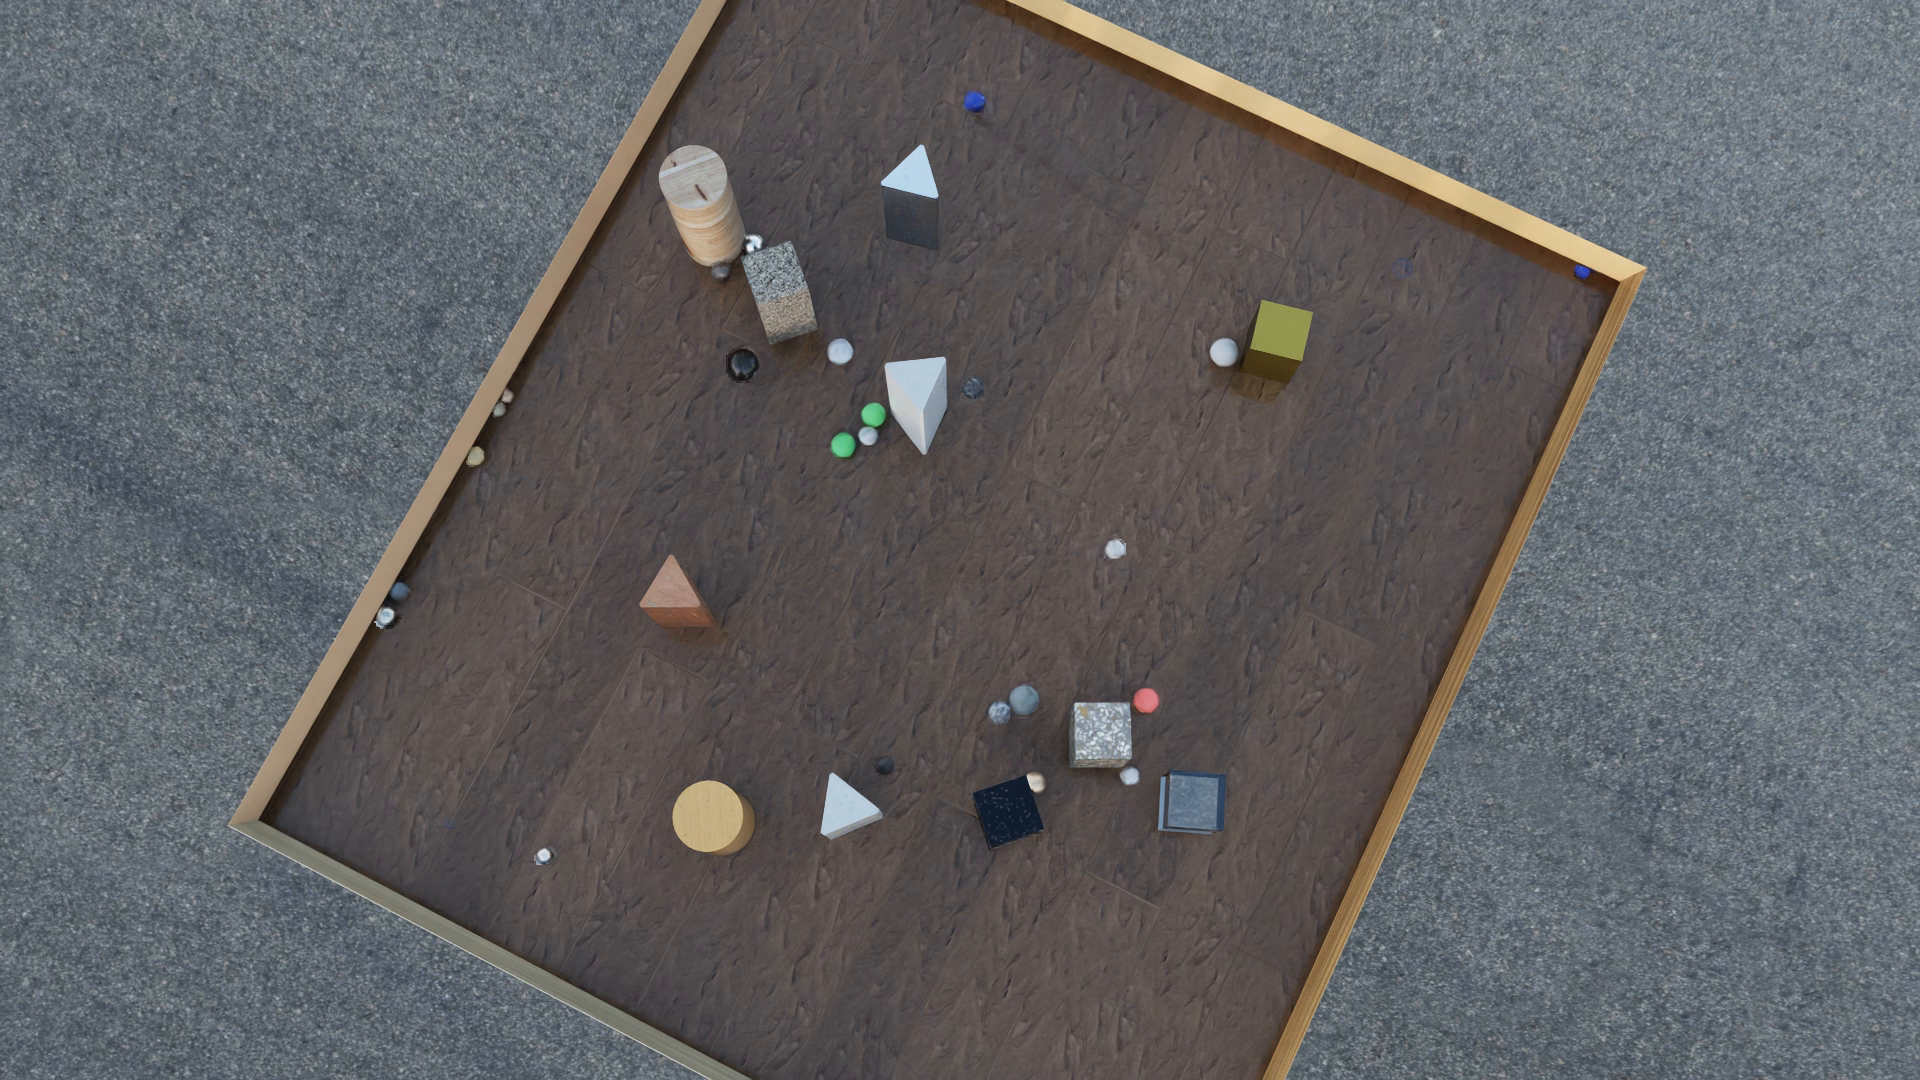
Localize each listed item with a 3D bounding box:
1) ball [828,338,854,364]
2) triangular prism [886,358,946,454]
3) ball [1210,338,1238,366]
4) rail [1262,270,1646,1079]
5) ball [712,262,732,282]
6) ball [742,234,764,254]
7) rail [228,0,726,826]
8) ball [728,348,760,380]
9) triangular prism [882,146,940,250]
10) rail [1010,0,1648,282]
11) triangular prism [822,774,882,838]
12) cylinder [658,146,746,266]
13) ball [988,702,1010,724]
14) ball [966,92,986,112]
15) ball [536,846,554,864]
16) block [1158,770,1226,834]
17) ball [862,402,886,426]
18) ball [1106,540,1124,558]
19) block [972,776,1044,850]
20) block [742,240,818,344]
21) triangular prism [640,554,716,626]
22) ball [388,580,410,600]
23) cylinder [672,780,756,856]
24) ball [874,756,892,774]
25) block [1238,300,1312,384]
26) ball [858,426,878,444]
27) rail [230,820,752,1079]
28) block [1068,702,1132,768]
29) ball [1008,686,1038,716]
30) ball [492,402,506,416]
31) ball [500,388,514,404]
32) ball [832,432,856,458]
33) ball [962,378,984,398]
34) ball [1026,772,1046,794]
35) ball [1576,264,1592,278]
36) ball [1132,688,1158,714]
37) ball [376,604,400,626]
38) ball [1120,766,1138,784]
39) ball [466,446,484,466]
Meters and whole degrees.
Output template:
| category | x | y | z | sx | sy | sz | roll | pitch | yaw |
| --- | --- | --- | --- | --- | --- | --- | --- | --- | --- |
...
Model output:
| category | x | y | z | sx | sy | sz | roll | pitch | yaw |
| --- | --- | --- | --- | --- | --- | --- | --- | --- | --- |
| ball | -0.373 | -0.587 | 5.697 | 0.081 | 0.081 | 0.081 | 0 | 78 | 0 |
| triangular prism | -0.102 | -0.425 | 5.452 | 0.149 | 0.495 | 0.172 | -36 | 81 | -7 |
| ball | 0.821 | -0.582 | 5.692 | 0.088 | 0.088 | 0.088 | 0 | 78 | 0 |
| rail | 1.337 | 0.661 | 5.413 | 0.045 | 0.129 | 3.424 | 26 | 80 | 5 |
| ball | -0.749 | -0.842 | 5.759 | 0.062 | 0.062 | 0.062 | 0 | 78 | 0 |
| ball | -0.651 | -0.931 | 5.774 | 0.069 | 0.069 | 0.069 | 0 | 78 | 0 |
| rail | -1.337 | -0.648 | 5.684 | 0.045 | 0.129 | 3.424 | 26 | 80 | 5 |
| ball | -0.672 | -0.543 | 5.679 | 0.099 | 0.099 | 0.099 | 0 | 78 | 0 |
| triangular prism | -0.130 | -1.054 | 5.614 | 0.172 | 0.432 | 0.149 | 14 | 79 | 3 |
| rail | 0.755 | -1.472 | 5.855 | 3.037 | 0.129 | 0.045 | 26 | 80 | 5 |
| triangular prism | -0.335 | 0.756 | 5.308 | 0.172 | 0.297 | 0.149 | -22 | 79 | -4 |
| cylinder | -0.779 | -1.009 | 5.579 | 0.198 | 0.484 | 0.198 | 0 | 78 | 0 |
| ball | 0.119 | 0.516 | 5.475 | 0.067 | 0.067 | 0.067 | 0 | 78 | 0 |
| ball | 0.050 | -1.405 | 5.875 | 0.064 | 0.064 | 0.064 | 0 | 78 | 0 |
| ball | -1.223 | 0.929 | 5.399 | 0.049 | 0.049 | 0.049 | 0 | 78 | 0 |
| block | 0.673 | 0.765 | 5.329 | 0.159 | 0.254 | 0.159 | 4 | 78 | 1 |
| ball | -0.265 | -0.388 | 5.659 | 0.075 | 0.075 | 0.075 | 0 | 78 | 0 |
| ball | 0.471 | 0.028 | 5.581 | 0.058 | 0.058 | 0.058 | 0 | 78 | 0 |
| block | 0.136 | 0.792 | 5.299 | 0.159 | 0.301 | 0.159 | -18 | 79 | -4 |
| block | -0.546 | -0.748 | 5.579 | 0.159 | 0.378 | 0.159 | -19 | 79 | -4 |
| triangular prism | -0.826 | 0.150 | 5.403 | 0.172 | 0.357 | 0.149 | 0 | 78 | 0 |
| ball | -1.701 | 0.154 | 5.554 | 0.060 | 0.060 | 0.060 | 0 | 78 | 0 |
| cylinder | -0.708 | 0.806 | 5.293 | 0.198 | 0.306 | 0.198 | 0 | 78 | 0 |
| ball | -0.228 | 0.672 | 5.451 | 0.053 | 0.053 | 0.053 | 0 | 78 | 0 |
| block | 0.966 | -0.605 | 5.620 | 0.159 | 0.239 | 0.159 | 14 | 79 | 3 |
| ball | -0.283 | -0.323 | 5.653 | 0.059 | 0.059 | 0.059 | 0 | 78 | 0 |
| rail | -0.755 | 1.486 | 5.242 | 3.037 | 0.129 | 0.045 | 26 | 80 | 5 |
| block | 0.405 | 0.571 | 5.338 | 0.159 | 0.314 | 0.159 | 0 | 78 | 0 |
| ball | 0.191 | 0.479 | 5.472 | 0.090 | 0.090 | 0.090 | 0 | 78 | 0 |
| ball | -1.429 | -0.407 | 5.677 | 0.046 | 0.046 | 0.046 | 0 | 78 | 0 |
| ball | -1.409 | -0.447 | 5.686 | 0.046 | 0.046 | 0.046 | 0 | 78 | 0 |
| ball | -0.358 | -0.293 | 5.638 | 0.076 | 0.076 | 0.076 | 0 | 78 | 0 |
| ball | 0.041 | -0.471 | 5.680 | 0.066 | 0.066 | 0.066 | 0 | 78 | 0 |
| ball | 0.222 | 0.720 | 5.434 | 0.066 | 0.066 | 0.066 | 0 | 78 | 0 |
| ball | 1.963 | -0.847 | 5.769 | 0.045 | 0.045 | 0.045 | 0 | 78 | 0 |
| ball | 0.554 | 0.480 | 5.479 | 0.075 | 0.075 | 0.075 | 0 | 78 | 0 |
| ball | -1.730 | 0.228 | 5.534 | 0.069 | 0.069 | 0.069 | 0 | 78 | 0 |
| ball | 0.503 | 0.701 | 5.444 | 0.053 | 0.053 | 0.053 | 0 | 78 | 0 |
| ball | -1.492 | -0.259 | 5.641 | 0.058 | 0.058 | 0.058 | 0 | 78 | 0 |
